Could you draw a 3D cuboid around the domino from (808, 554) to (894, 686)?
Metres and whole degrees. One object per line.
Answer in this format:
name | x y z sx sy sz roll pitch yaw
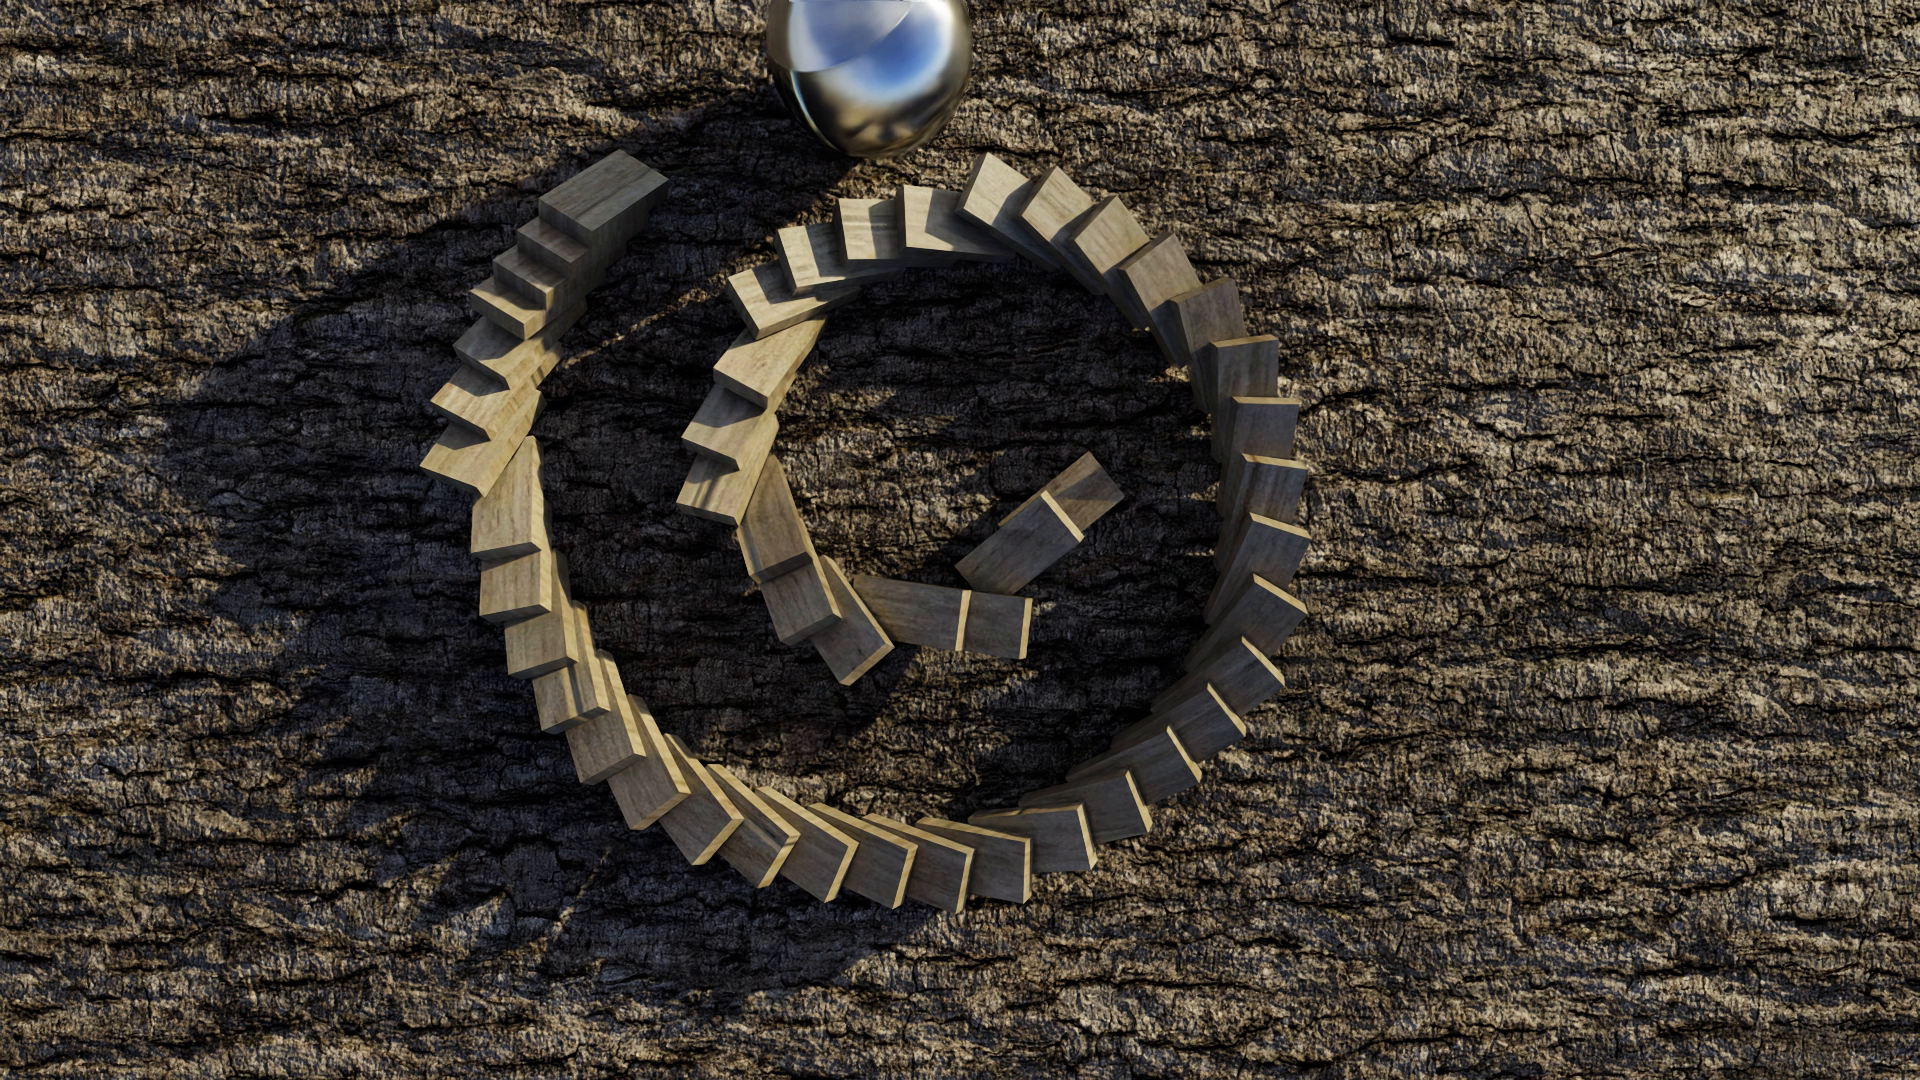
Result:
domino | -0.052 0.033 0.384 0.025 0.010 0.050 -41 65 4

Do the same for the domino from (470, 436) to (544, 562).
domino | -0.190 -0.018 0.386 0.025 0.010 0.050 -10 67 0

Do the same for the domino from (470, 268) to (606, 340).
domino | -0.174 -0.106 0.381 0.025 0.009 0.050 31 51 0

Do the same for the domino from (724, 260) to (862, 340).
domino | -0.070 -0.105 0.384 0.050 0.010 0.025 -30 88 -27

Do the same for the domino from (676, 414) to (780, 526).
domino | -0.097 -0.032 0.385 0.025 0.010 0.050 14 66 5

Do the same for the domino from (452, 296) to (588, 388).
domino | -0.184 -0.090 0.385 0.025 0.010 0.050 31 64 0

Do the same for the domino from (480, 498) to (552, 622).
domino | -0.186 0.008 0.386 0.025 0.010 0.050 -11 66 0

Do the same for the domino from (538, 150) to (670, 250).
domino | -0.147 -0.142 0.381 0.025 0.010 0.050 32 51 0

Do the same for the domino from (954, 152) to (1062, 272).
domino | 0.025 -0.137 0.384 0.050 0.009 0.025 24 88 -26

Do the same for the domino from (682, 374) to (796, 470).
domino | -0.092 -0.056 0.385 0.025 0.009 0.050 22 67 7

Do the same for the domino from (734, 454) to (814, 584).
domino | -0.081 -0.009 0.385 0.025 0.009 0.050 -23 64 0

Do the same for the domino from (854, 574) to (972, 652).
domino | -0.022 0.030 0.386 0.050 0.010 0.025 7 90 22

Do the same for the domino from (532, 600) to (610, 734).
domino | -0.166 0.053 0.386 0.025 0.009 0.050 -23 66 0

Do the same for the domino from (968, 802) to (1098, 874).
domino | 0.030 0.126 0.385 0.050 0.010 0.025 -13 90 25

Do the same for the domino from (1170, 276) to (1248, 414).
domino | 0.107 -0.081 0.385 0.025 0.009 0.050 -22 115 0

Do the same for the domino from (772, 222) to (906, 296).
domino | -0.050 -0.120 0.384 0.050 0.009 0.025 -18 88 -26

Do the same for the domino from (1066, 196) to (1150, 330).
domino | 0.070 -0.116 0.385 0.025 0.009 0.050 -46 115 0

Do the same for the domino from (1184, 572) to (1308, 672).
domino | 0.119 0.041 0.385 0.025 0.009 0.050 31 115 0

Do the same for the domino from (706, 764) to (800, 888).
domino | -0.093 0.119 0.386 0.050 0.009 0.025 32 90 24

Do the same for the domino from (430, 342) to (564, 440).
domino | -0.193 -0.068 0.385 0.025 0.009 0.050 28 64 1

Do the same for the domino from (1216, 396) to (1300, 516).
domino | 0.125 -0.034 0.385 0.025 0.010 0.050 1 114 0

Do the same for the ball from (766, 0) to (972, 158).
ball | -0.036 -0.193 0.360 0.080 0.080 0.080 0 90 0

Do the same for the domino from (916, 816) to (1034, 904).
domino | 0.005 0.134 0.385 0.050 0.009 0.025 2 90 24

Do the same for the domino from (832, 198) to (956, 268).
domino | -0.027 -0.129 0.385 0.050 0.009 0.025 -8 88 -25

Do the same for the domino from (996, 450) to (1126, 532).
domino | 0.043 -0.013 0.395 0.050 0.010 0.025 -39 90 0

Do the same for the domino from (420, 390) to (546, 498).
domino | -0.199 -0.045 0.384 0.025 0.010 0.050 20 64 2

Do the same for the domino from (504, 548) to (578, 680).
domino | -0.177 0.031 0.386 0.025 0.010 0.050 -18 66 0

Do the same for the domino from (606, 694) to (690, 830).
domino | -0.136 0.093 0.385 0.025 0.010 0.050 -37 66 0

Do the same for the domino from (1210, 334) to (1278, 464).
domino | 0.119 -0.059 0.385 0.025 0.010 0.050 -8 115 -1

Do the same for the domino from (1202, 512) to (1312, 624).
domino | 0.124 0.016 0.386 0.025 0.009 0.050 18 114 0

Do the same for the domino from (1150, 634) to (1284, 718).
domino | 0.108 0.065 0.385 0.025 0.009 0.050 46 114 0

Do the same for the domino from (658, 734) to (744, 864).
domino | -0.116 0.108 0.385 0.050 0.010 0.025 42 90 25

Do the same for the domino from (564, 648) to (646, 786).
domino | -0.153 0.074 0.386 0.025 0.010 0.050 -29 66 0

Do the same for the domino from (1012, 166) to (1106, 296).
domino | 0.049 -0.129 0.385 0.050 0.010 0.025 36 89 -25

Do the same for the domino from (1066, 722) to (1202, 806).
domino | 0.073 0.099 0.386 0.050 0.010 0.025 -32 90 24

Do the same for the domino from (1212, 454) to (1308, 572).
domino | 0.126 -0.010 0.385 0.025 0.009 0.050 8 114 0

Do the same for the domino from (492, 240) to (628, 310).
domino | -0.165 -0.118 0.380 0.025 0.009 0.050 32 51 0

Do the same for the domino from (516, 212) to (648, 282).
domino | -0.156 -0.130 0.381 0.025 0.010 0.050 31 51 0

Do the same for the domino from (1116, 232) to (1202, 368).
domino | 0.089 -0.100 0.385 0.025 0.010 0.050 -37 115 0

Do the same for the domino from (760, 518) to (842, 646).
domino | -0.071 0.016 0.385 0.025 0.009 0.050 -28 67 5

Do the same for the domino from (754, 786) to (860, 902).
domino | -0.069 0.127 0.386 0.050 0.009 0.025 23 90 24

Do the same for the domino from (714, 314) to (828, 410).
domino | -0.079 -0.081 0.384 0.025 0.010 0.050 28 62 0

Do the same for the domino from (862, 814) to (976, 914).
domino | -0.020 0.135 0.385 0.050 0.010 0.025 11 90 24

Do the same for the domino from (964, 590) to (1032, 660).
domino | 0.004 0.034 0.386 0.050 0.009 0.025 6 90 21

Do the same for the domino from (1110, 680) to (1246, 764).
domino | 0.091 0.083 0.385 0.050 0.009 0.025 -38 90 24

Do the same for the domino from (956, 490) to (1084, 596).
domino | 0.025 0.005 0.385 0.050 0.010 0.025 -40 90 24

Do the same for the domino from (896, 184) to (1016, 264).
domino | -0.001 -0.132 0.385 0.050 0.010 0.025 -3 90 -25

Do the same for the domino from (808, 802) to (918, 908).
domino | -0.044 0.132 0.386 0.050 0.009 0.025 15 90 24

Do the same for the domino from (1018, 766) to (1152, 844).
domino | 0.052 0.115 0.386 0.050 0.009 0.025 -22 90 24
